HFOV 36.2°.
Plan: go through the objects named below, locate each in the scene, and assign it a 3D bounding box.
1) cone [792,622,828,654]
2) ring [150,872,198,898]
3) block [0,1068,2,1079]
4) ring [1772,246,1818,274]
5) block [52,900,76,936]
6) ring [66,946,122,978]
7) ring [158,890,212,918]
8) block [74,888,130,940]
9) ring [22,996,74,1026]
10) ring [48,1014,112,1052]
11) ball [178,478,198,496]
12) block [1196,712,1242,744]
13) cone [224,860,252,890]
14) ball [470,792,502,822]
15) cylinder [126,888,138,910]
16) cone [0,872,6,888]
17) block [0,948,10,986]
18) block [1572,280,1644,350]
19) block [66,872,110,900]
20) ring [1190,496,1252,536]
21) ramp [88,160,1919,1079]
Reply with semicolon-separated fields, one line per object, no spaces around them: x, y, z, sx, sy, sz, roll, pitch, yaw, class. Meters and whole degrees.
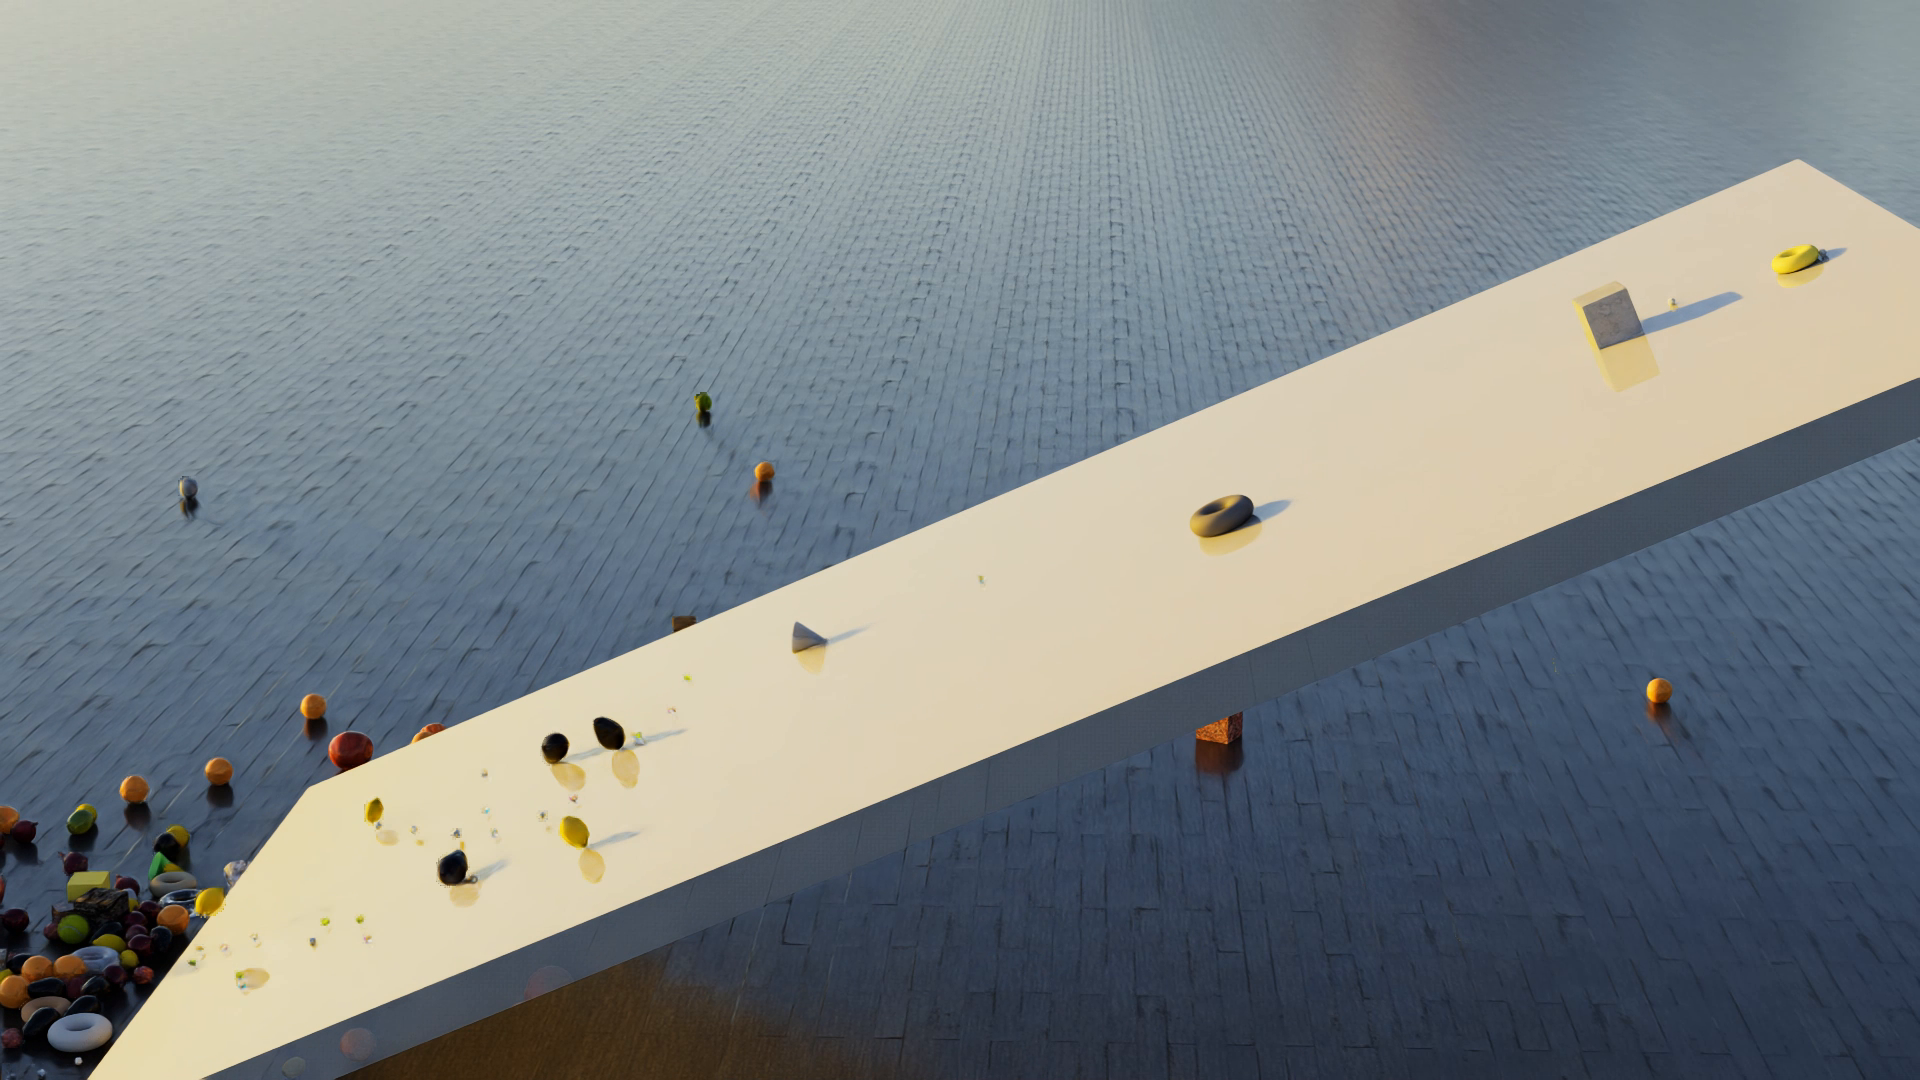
-0.335;0.223;6.635;0.075;0.075;0.075;0;15;12;cone
-1.893;0.830;7.079;0.112;0.037;0.112;0;16;0;ring
-1.990;1.116;5.907;0.094;0.094;0.094;5;16;17;block
1.720;-0.579;6.057;0.098;0.033;0.098;-22;13;6;ring
-2.078;0.880;6.854;0.058;0.058;0.058;-10;18;-33;block
-1.951;0.951;6.625;0.121;0.040;0.121;1;16;0;ring
-1.835;0.861;6.958;0.123;0.041;0.123;-1;14;0;ring
-1.993;0.869;6.834;0.089;0.089;0.089;4;16;15;block
-1.977;1.021;6.370;0.109;0.036;0.109;1;15;0;ring
-1.871;1.048;6.256;0.134;0.045;0.134;0;16;0;ring
-2.838;-0.194;10.822;0.070;0.070;0.070;0;15;0;ball
0.723;0.501;8.188;0.096;0.096;0.096;9;17;29;block
-1.724;0.836;7.044;0.096;0.096;0.096;0;42;-1;cone
-1.044;0.593;6.480;0.072;0.072;0.072;0;15;0;ball
-1.982;0.856;6.954;0.053;0.053;0.053;13;20;40;cylinder
-2.360;0.790;7.119;0.094;0.094;0.094;0;15;0;cone
-2.159;0.956;6.561;0.063;0.063;0.063;-4;15;-13;block
1.353;-0.470;6.146;0.099;0.099;0.099;-24;13;5;block
-2.061;0.838;6.962;0.081;0.081;0.081;-1;15;-4;block
0.541;-0.050;6.083;0.139;0.046;0.139;-23;14;6;ring
0.132;0.170;6.284;4.000;0.100;2.000;-23;13;8;ramp
